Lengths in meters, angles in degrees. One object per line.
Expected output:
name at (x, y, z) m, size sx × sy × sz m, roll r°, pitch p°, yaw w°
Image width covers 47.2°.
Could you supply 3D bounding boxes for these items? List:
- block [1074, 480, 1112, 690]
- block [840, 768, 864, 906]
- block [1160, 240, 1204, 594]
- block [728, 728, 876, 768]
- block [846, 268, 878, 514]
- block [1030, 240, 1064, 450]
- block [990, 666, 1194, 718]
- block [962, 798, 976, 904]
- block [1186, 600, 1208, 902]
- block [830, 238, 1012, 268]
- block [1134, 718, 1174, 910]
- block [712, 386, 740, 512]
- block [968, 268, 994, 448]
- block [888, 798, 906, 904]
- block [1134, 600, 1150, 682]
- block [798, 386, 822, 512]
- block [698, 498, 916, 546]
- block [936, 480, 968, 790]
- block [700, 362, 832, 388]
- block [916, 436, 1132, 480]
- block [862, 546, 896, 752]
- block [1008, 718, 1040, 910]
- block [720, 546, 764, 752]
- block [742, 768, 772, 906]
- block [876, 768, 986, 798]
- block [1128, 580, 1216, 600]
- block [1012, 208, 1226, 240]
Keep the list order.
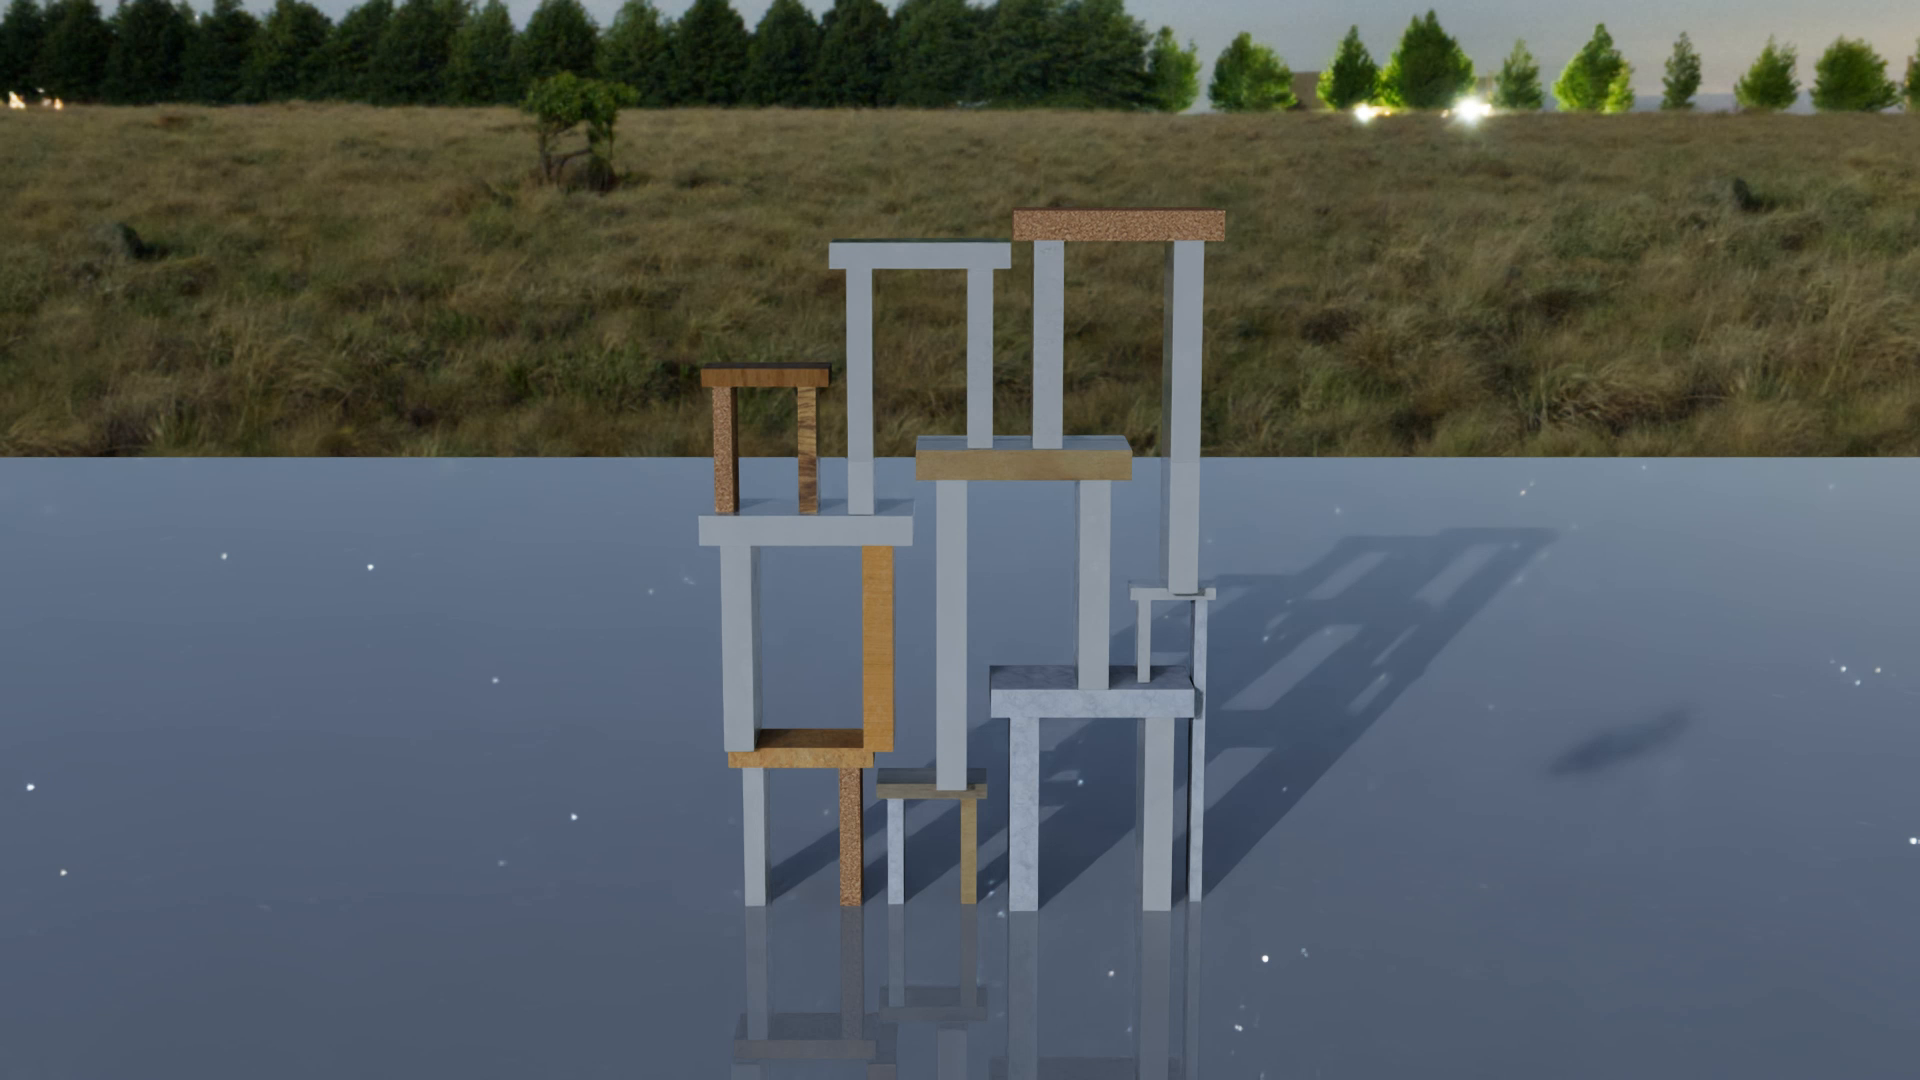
block at (0.213, 0.058, 3.568) m, size 0.048 × 0.339 × 0.170 m, roll 0°, pitch 11°, yaw 0°
block at (-0.180, 0.474, 3.648) m, size 0.033 × 0.235 × 0.117 m, roll 0°, pitch 11°, yaw 0°
block at (0.354, -0.203, 3.525) m, size 0.046 × 0.556 × 0.162 m, roll 0°, pitch 11°, yaw 0°
block at (-0.258, 0.343, 3.623) m, size 0.235 × 0.033 × 0.117 m, roll 0°, pitch 11°, yaw 0°
block at (-0.157, -0.243, 3.514) m, size 0.040 × 0.388 × 0.141 m, roll 0°, pitch 11°, yaw 0°
block at (0.138, -0.317, 3.504) m, size 0.046 × 0.325 × 0.162 m, roll 0°, pitch 11°, yaw 0°
block at (0.212, 0.247, 3.604) m, size 0.326 × 0.046 × 0.163 m, roll 0°, pitch 11°, yaw 0°
block at (0.015, 0.502, 3.649) m, size 0.026 × 0.180 × 0.090 m, roll 0°, pitch 11°, yaw 0°
block at (0.389, 0.340, 3.620) m, size 0.019 × 0.509 × 0.068 m, roll 0°, pitch 11°, yaw 0°
block at (-0.062, -0.453, 3.476) m, size 0.282 × 0.040 × 0.141 m, roll 0°, pitch 11°, yaw 0°
block at (0.321, 0.430, 3.638) m, size 0.046 × 0.326 × 0.163 m, roll 0°, pitch 11°, yaw 0°
block at (-0.376, -0.152, 3.534) m, size 0.028 × 0.201 × 0.100 m, roll 0°, pitch 11°, yaw 0°
block at (0.031, -0.295, 3.505) m, size 0.040 × 0.282 × 0.141 m, roll 0°, pitch 11°, yaw 0°
block at (-0.105, 0.502, 3.649) m, size 0.026 × 0.180 × 0.090 m, roll 0°, pitch 11°, yaw 0°
block at (0.298, 0.158, 3.586) m, size 0.019 × 0.137 × 0.068 m, roll 0°, pitch 11°, yaw 0°
block at (-0.242, -0.152, 3.533) m, size 0.028 × 0.201 × 0.100 m, roll 0°, pitch 11°, yaw 0°
block at (-0.243, -0.030, 3.558) m, size 0.338 × 0.048 × 0.169 m, roll 0°, pitch 11°, yaw 0°
block at (-0.013, 0.140, 3.583) m, size 0.048 × 0.506 × 0.170 m, roll 0°, pitch 11°, yaw 0°
block at (-0.308, -0.264, 3.514) m, size 0.201 × 0.028 × 0.100 m, roll 0°, pitch 11°, yaw -1°
block at (0.100, -0.133, 3.533) m, size 0.339 × 0.048 × 0.170 m, roll 0°, pitch 11°, yaw 0°
block at (-0.131, 0.160, 3.593) m, size 0.048 × 0.338 × 0.169 m, roll 0°, pitch 11°, yaw 0°
block at (0.104, 0.430, 3.638) m, size 0.046 × 0.326 × 0.163 m, roll 0°, pitch 11°, yaw 0°
block at (-0.355, 0.160, 3.594) m, size 0.048 × 0.338 × 0.169 m, roll 0°, pitch 11°, yaw 0°
block at (-0.336, 0.474, 3.648) m, size 0.033 × 0.235 × 0.117 m, roll 0°, pitch 11°, yaw 0°
block at (-0.046, 0.401, 3.629) m, size 0.180 × 0.025 × 0.090 m, roll 0°, pitch 11°, yaw 0°
block at (0.343, 0.081, 3.572) m, size 0.137 × 0.019 × 0.068 m, roll 0°, pitch 11°, yaw 0°
block at (0.246, -0.499, 3.470) m, size 0.325 × 0.046 × 0.162 m, roll 0°, pitch 11°, yaw 0°
